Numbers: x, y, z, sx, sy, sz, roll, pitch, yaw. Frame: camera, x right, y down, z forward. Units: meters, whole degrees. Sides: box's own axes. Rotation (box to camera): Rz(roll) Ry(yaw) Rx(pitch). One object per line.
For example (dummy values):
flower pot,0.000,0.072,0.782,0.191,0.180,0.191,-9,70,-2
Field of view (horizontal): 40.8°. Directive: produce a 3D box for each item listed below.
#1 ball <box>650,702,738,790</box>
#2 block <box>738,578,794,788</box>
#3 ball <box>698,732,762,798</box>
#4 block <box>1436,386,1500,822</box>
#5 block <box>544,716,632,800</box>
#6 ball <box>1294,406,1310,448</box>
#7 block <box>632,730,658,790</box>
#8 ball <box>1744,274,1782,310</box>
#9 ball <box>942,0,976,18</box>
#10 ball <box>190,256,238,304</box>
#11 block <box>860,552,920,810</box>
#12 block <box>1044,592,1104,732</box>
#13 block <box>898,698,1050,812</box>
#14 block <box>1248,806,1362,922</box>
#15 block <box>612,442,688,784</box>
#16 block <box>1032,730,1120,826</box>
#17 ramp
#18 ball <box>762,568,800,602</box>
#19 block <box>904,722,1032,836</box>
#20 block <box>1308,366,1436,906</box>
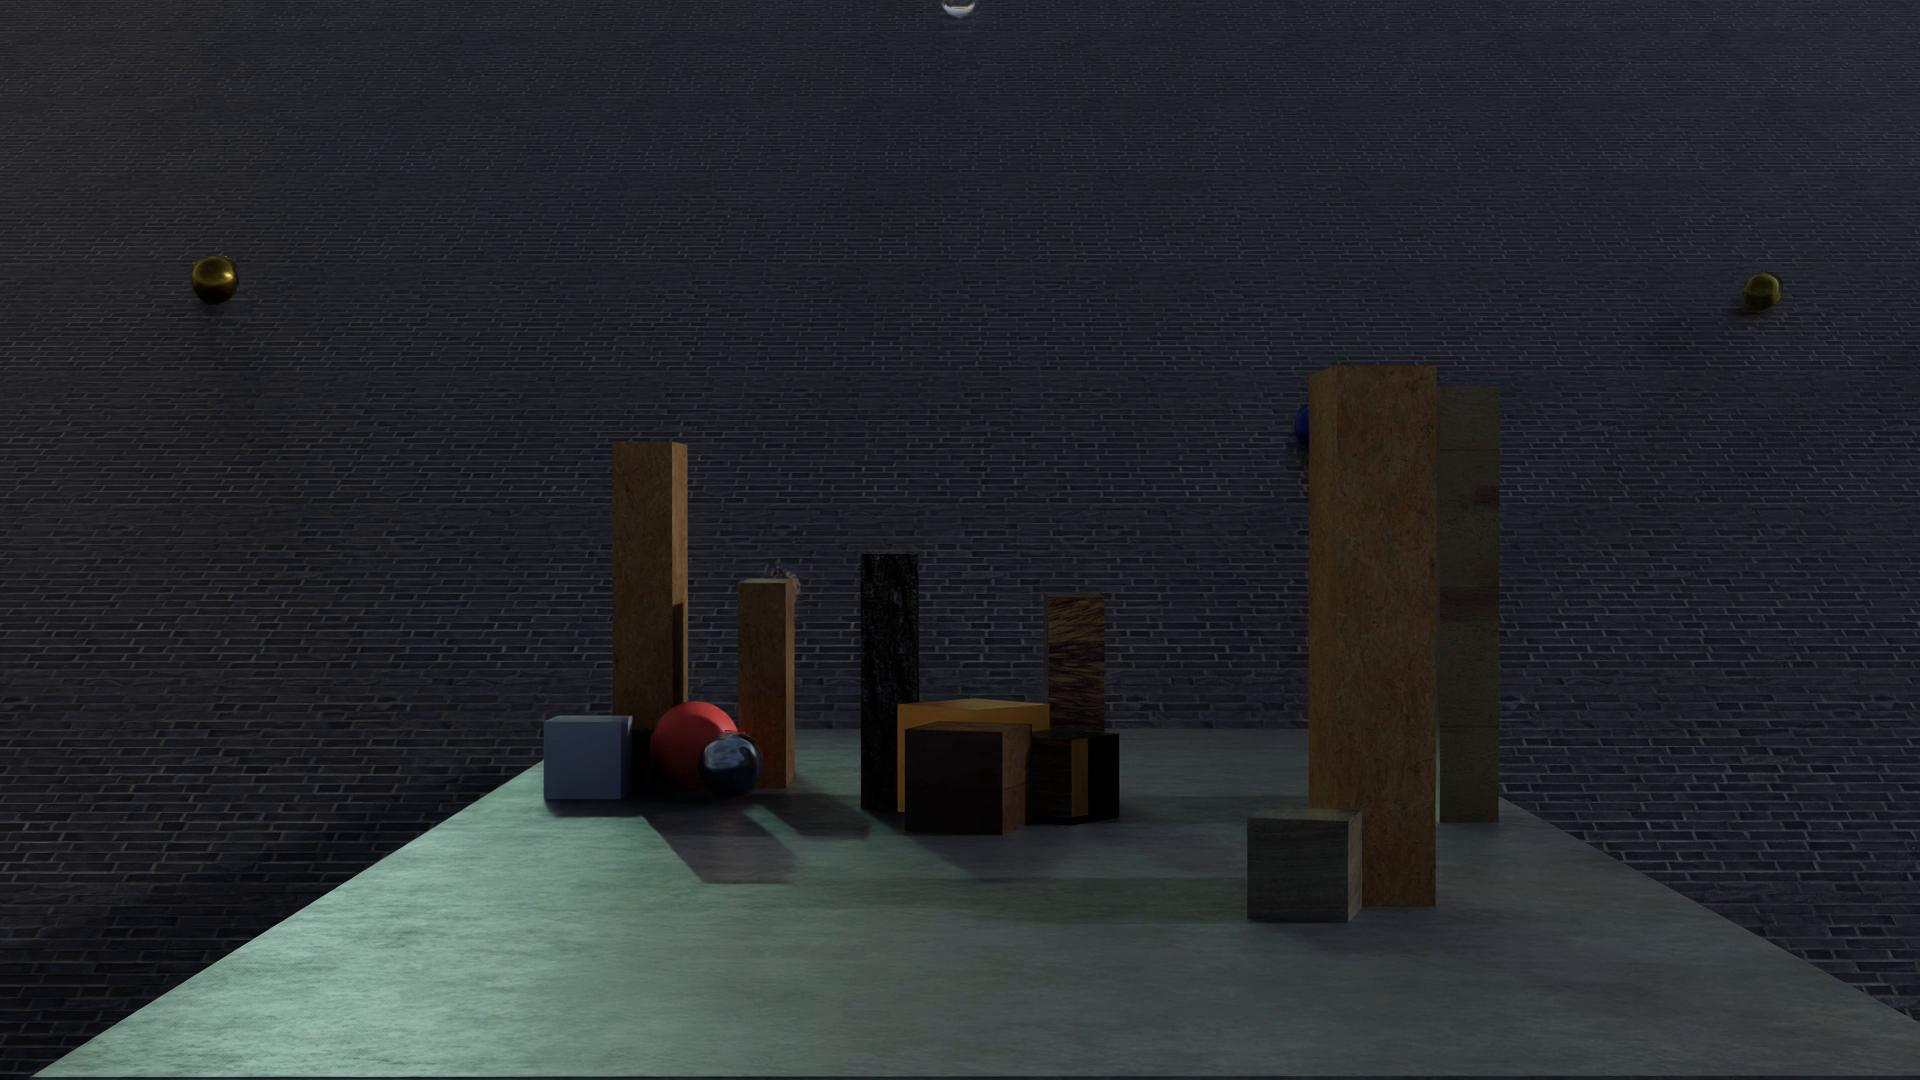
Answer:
ball,-0.532,0.414,5.198,0.179,0.179,0.179,0,28,0
block,-0.401,0.293,5.375,0.097,0.416,0.288,0,1,0
ball,-0.452,0.442,5.072,0.126,0.126,0.126,0,28,0
block,0.919,0.114,4.873,0.107,0.787,0.425,0,1,0
block,-0.736,0.429,5.118,0.151,0.151,0.151,0,1,1
ball,1.133,-0.361,8.259,0.134,0.134,0.134,0,28,0
block,-0.678,0.447,5.249,0.112,0.112,0.112,0,1,0
ball,2.880,-0.891,9.273,0.132,0.132,0.132,0,28,0
ball,-0.006,-2.619,12.532,0.166,0.166,0.166,0,28,0
ball,-2.690,-0.937,9.320,0.169,0.169,0.169,0,28,0
block,-0.134,0.265,5.007,0.106,0.482,0.271,0,1,0
block,0.218,0.305,4.980,0.105,0.402,0.294,0,1,0
block,0.025,0.408,4.836,0.201,0.201,0.201,-1,1,-44
block,0.486,0.455,3.636,0.140,0.140,0.140,0,1,16
block,-0.652,0.148,5.454,0.123,0.704,0.305,0,1,0
block,0.185,0.433,4.727,0.154,0.154,0.154,1,1,37
ramp,0.062,0.562,4.600,2.000,0.100,4.000,0,1,0
ball,-0.511,0.136,7.326,0.119,0.119,0.119,0,28,0
block,0.016,0.422,4.602,0.180,0.180,0.180,0,1,18
block,0.609,0.135,3.834,0.142,0.773,0.290,0,1,0
